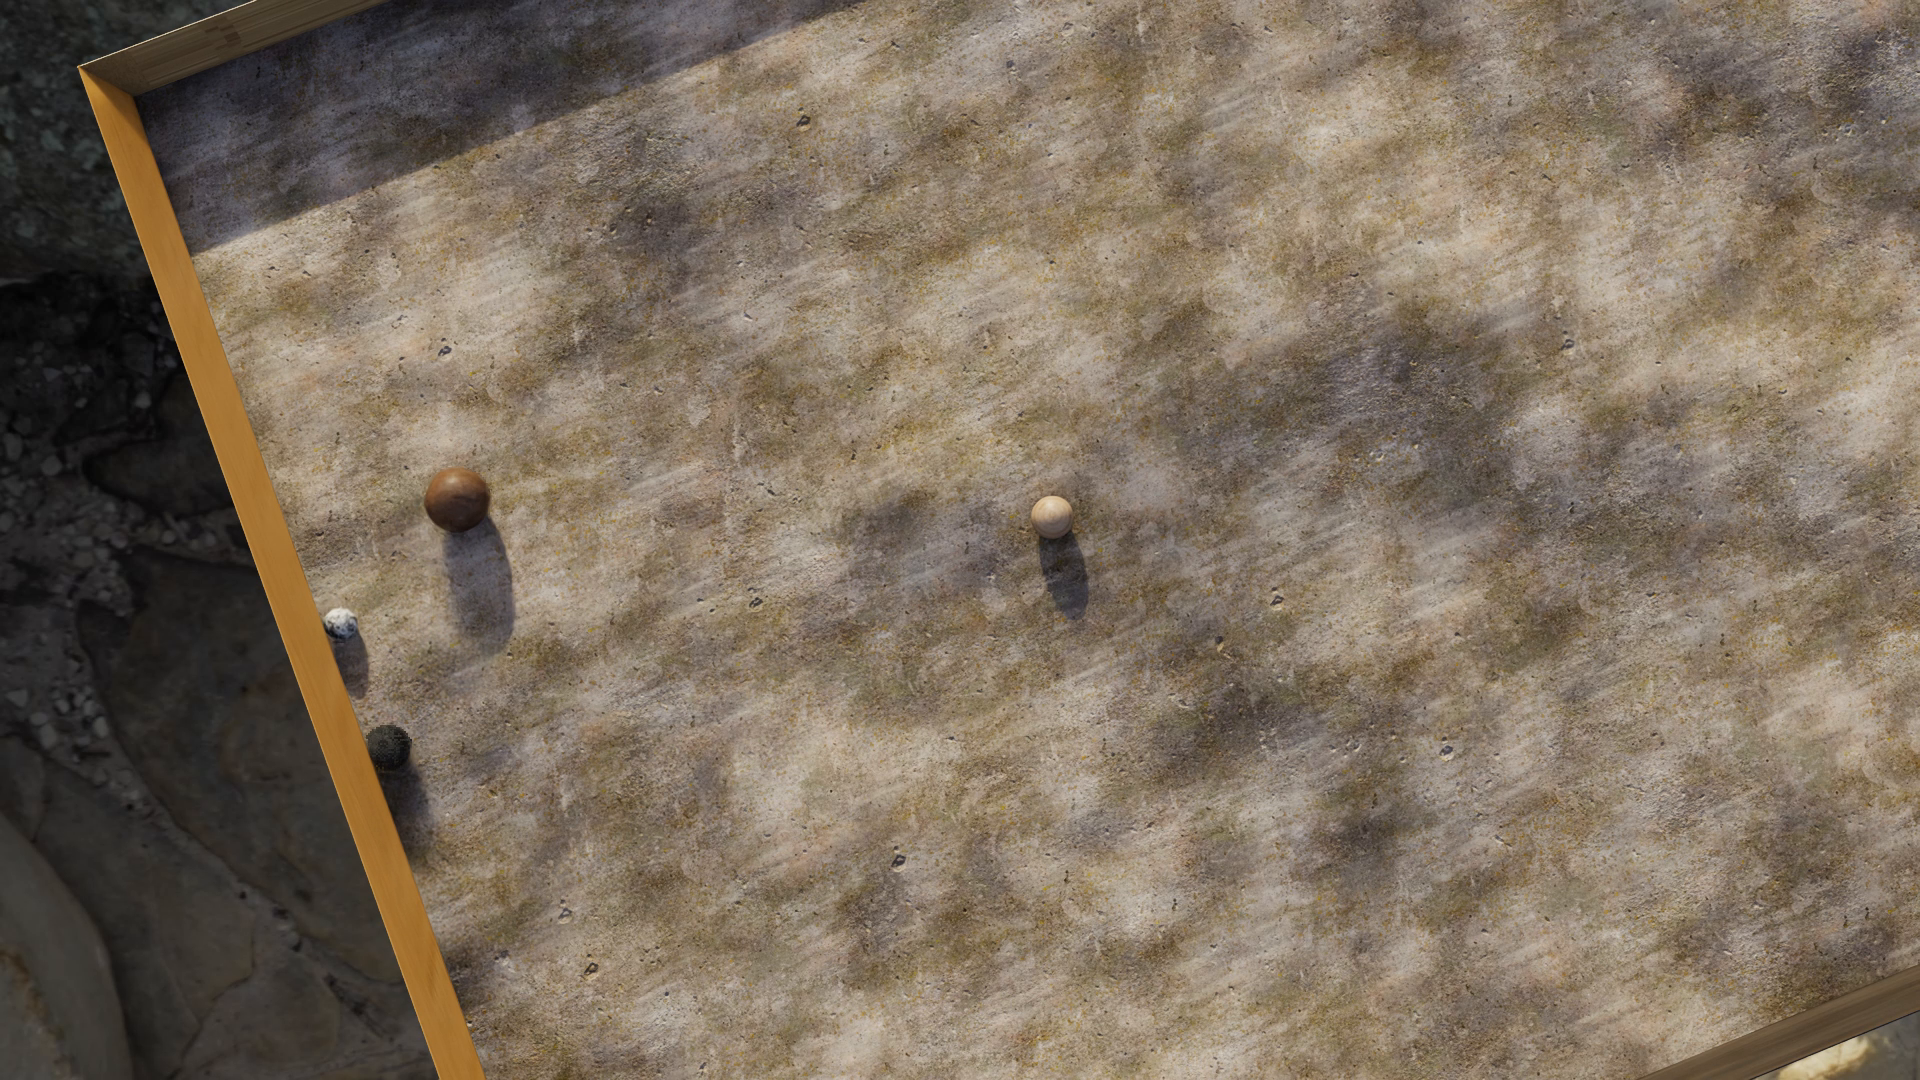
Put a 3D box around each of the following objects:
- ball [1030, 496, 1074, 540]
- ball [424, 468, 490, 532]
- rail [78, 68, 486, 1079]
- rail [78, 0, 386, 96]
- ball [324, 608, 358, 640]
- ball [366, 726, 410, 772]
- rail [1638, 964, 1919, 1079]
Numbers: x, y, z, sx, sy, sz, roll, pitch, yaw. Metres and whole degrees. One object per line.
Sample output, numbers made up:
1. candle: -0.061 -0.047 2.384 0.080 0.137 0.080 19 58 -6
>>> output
1. ball: 0.137 -0.033 3.264 0.065 0.065 0.065 0 83 0
2. ball: -0.744 -0.058 3.252 0.095 0.095 0.095 0 83 0
3. rail: -0.872 0.337 3.189 0.045 0.123 2.250 -21 84 -3
4. rail: 0.490 -1.371 3.394 3.842 0.123 0.045 -21 84 -3
5. ball: -0.917 0.124 3.253 0.049 0.049 0.049 0 83 0
6. ball: -0.839 0.306 3.223 0.065 0.065 0.065 0 83 0
7. rail: 1.297 0.664 3.150 3.842 0.123 0.045 -21 84 -3
